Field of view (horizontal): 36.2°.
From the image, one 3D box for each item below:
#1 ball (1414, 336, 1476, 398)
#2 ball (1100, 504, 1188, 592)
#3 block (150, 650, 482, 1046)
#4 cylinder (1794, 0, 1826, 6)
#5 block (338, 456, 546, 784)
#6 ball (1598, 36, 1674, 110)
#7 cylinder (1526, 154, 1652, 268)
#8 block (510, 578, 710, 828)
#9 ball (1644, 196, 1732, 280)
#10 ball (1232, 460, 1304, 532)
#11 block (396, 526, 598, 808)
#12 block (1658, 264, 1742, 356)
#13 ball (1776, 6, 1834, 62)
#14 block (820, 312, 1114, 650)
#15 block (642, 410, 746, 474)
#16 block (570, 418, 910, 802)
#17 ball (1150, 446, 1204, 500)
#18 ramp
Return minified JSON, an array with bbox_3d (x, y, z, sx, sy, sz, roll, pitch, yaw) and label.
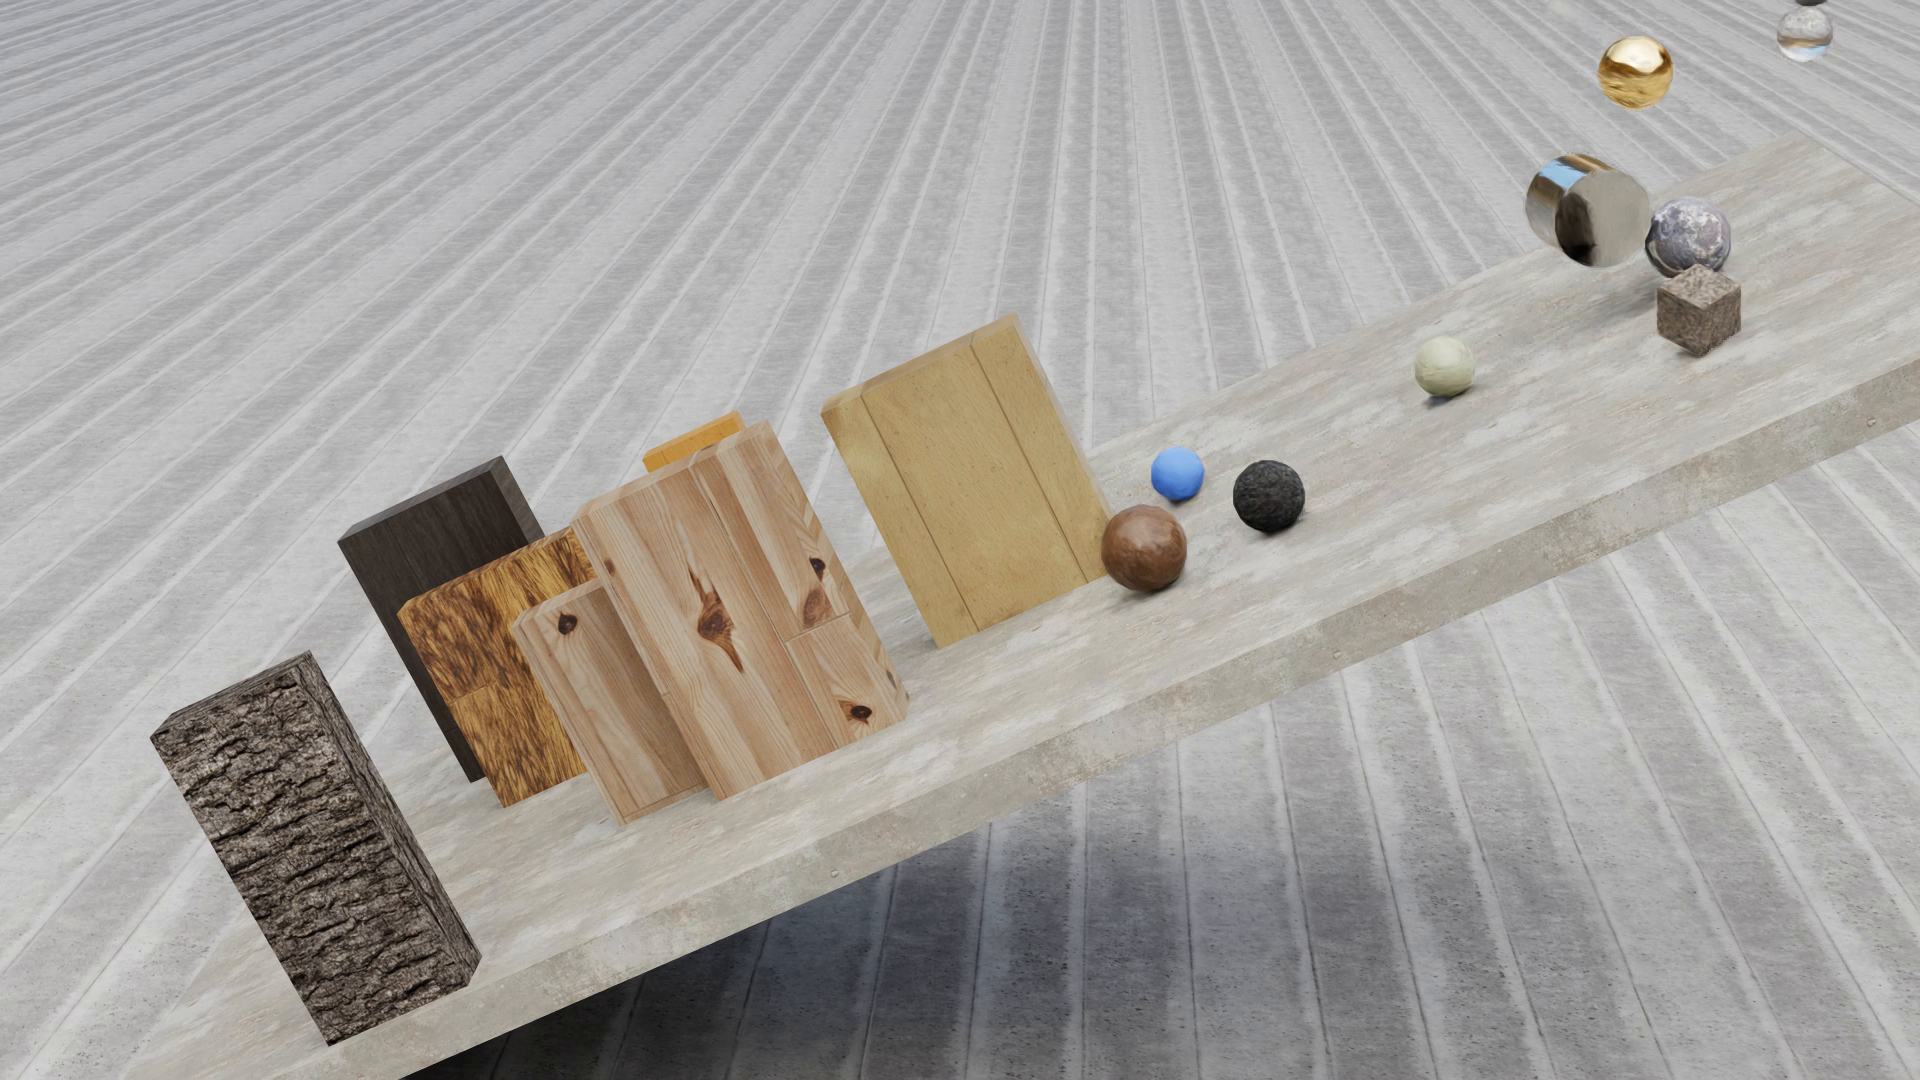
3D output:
[{"bbox_3d":[1.012,-0.362,6.138,0.129,0.129,0.129,0,16,0],"label":"ball"},{"bbox_3d":[0.365,0.016,5.829,0.173,0.173,0.173,0,16,0],"label":"ball"},{"bbox_3d":[-1.207,0.583,5.540,0.302,0.685,0.135,-24,13,9],"label":"block"},{"bbox_3d":[1.679,-1.153,5.867,0.130,0.130,0.130,-6,40,-21],"label":"cylinder"},{"bbox_3d":[-1.117,0.189,6.932,0.406,0.657,0.143,-24,13,9],"label":"block"},{"bbox_3d":[1.353,-0.936,5.891,0.148,0.148,0.148,0,16,0],"label":"ball"},{"bbox_3d":[1.302,-0.684,6.102,0.204,0.204,0.204,-2,17,-6],"label":"cylinder"},{"bbox_3d":[-0.632,0.292,6.017,0.380,0.473,0.112,-24,13,9],"label":"block"},{"bbox_3d":[1.506,-0.622,6.085,0.176,0.176,0.176,0,16,0],"label":"ball"},{"bbox_3d":[0.611,-0.087,5.822,0.143,0.143,0.143,0,16,0],"label":"ball"},{"bbox_3d":[-0.941,0.284,6.570,0.427,0.504,0.100,-24,13,9],"label":"block"},{"bbox_3d":[1.413,-0.441,5.623,0.109,0.109,0.109,-30,43,-24],"label":"block"},{"bbox_3d":[1.709,-1.023,5.949,0.110,0.110,0.110,0,16,0],"label":"ball"},{"bbox_3d":[0.036,-0.122,6.136,0.441,0.560,0.135,-24,13,9],"label":"block"},{"bbox_3d":[-0.552,-0.051,7.177,0.248,0.471,0.084,-24,13,9],"label":"block"},{"bbox_3d":[-0.432,0.142,5.842,0.418,0.641,0.131,-24,13,9],"label":"block"},{"bbox_3d":[0.470,-0.143,6.361,0.117,0.117,0.117,0,16,0],"label":"ball"},{"bbox_3d":[0.137,0.168,6.282,4.000,0.100,2.000,-24,13,9],"label":"ramp"}]
